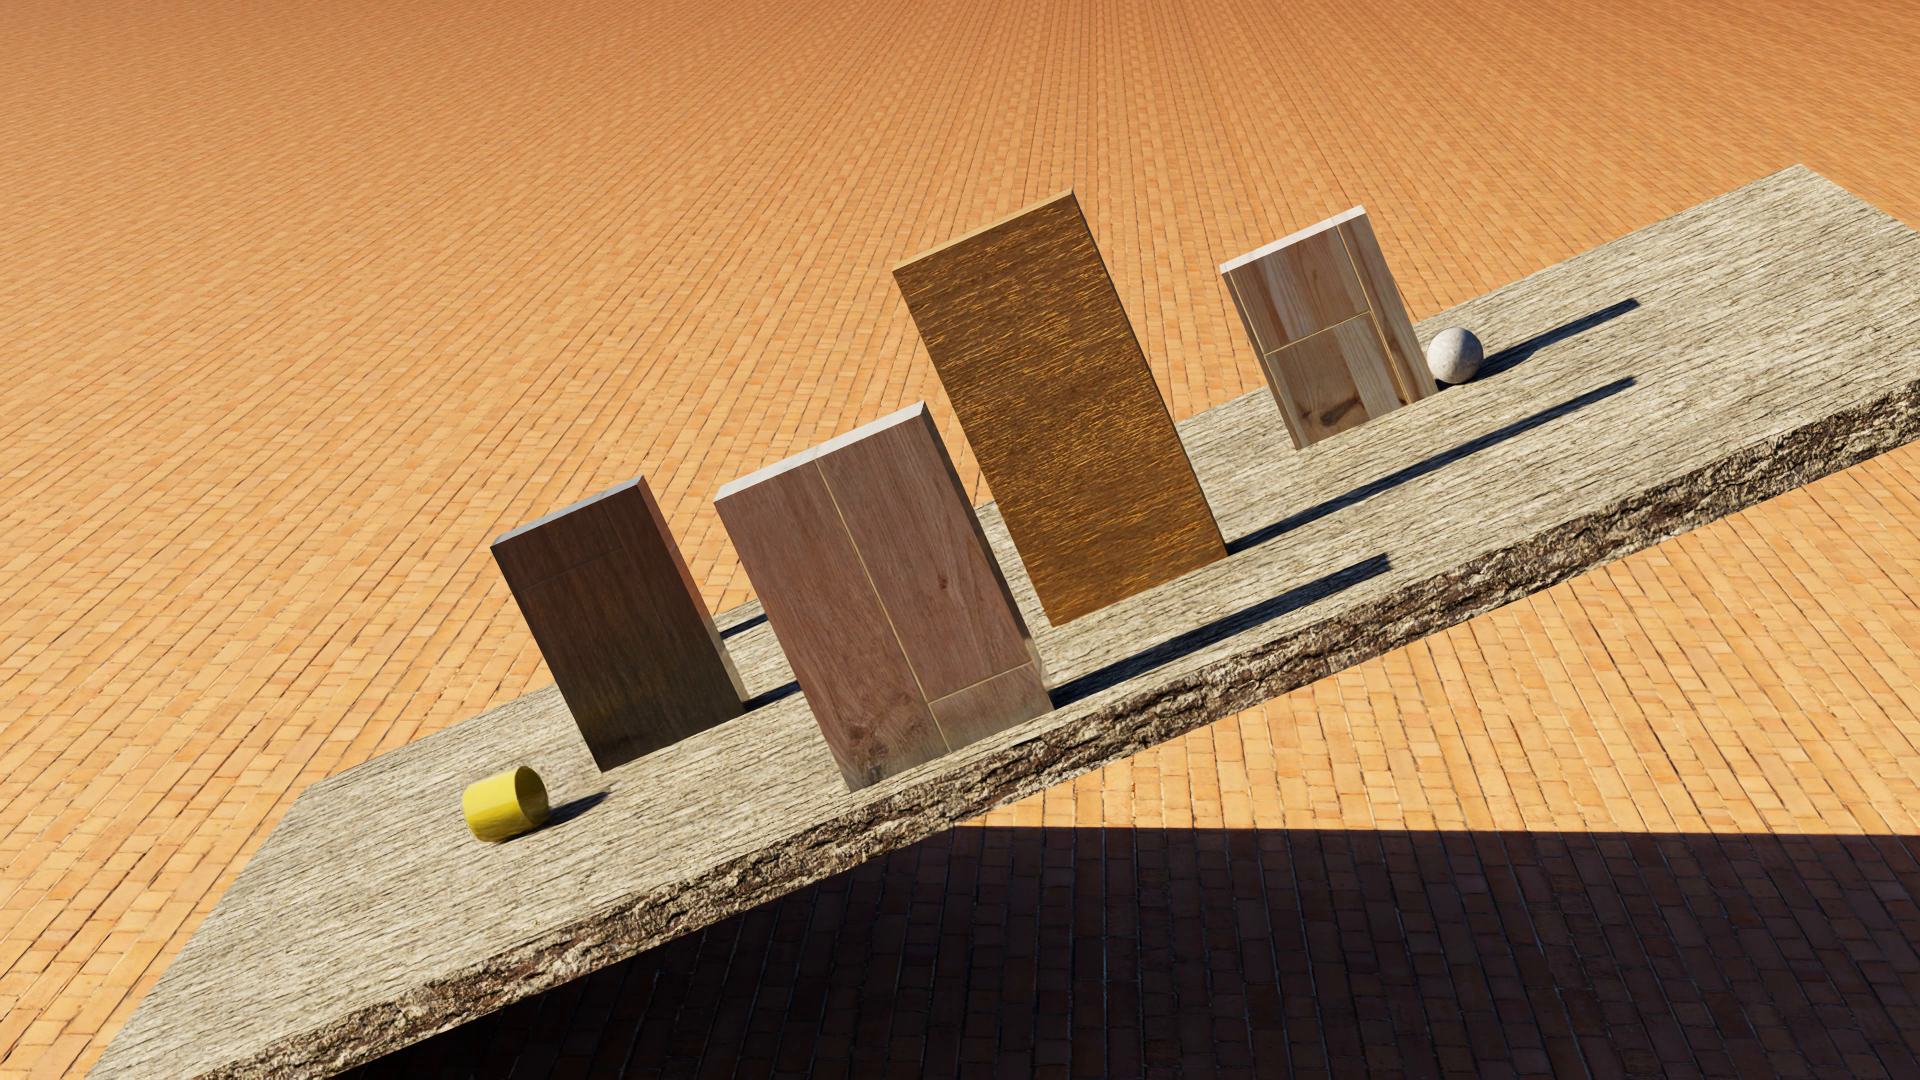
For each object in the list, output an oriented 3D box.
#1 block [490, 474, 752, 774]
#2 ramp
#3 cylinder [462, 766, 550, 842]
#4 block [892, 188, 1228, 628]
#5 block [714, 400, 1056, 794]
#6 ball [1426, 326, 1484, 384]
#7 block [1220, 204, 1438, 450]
[{"bbox_3d":[-0.727,0.182,6.331,0.349,0.553,0.092,-23,13,8],"label":"block"},{"bbox_3d":[0.131,0.170,6.285,4.000,0.100,2.000,-23,13,8],"label":"ramp"},{"bbox_3d":[-0.956,0.557,6.195,0.130,0.130,0.130,-20,8,20],"label":"cylinder"},{"bbox_3d":[0.203,-0.257,5.848,0.382,0.792,0.085,-23,13,8],"label":"block"},{"bbox_3d":[-0.134,0.106,5.419,0.412,0.606,0.122,-23,13,8],"label":"block"},{"bbox_3d":[1.070,-0.399,6.355,0.122,0.122,0.122,0,15,0],"label":"ball"},{"bbox_3d":[0.803,-0.461,6.405,0.333,0.426,0.113,-23,13,8],"label":"block"}]
